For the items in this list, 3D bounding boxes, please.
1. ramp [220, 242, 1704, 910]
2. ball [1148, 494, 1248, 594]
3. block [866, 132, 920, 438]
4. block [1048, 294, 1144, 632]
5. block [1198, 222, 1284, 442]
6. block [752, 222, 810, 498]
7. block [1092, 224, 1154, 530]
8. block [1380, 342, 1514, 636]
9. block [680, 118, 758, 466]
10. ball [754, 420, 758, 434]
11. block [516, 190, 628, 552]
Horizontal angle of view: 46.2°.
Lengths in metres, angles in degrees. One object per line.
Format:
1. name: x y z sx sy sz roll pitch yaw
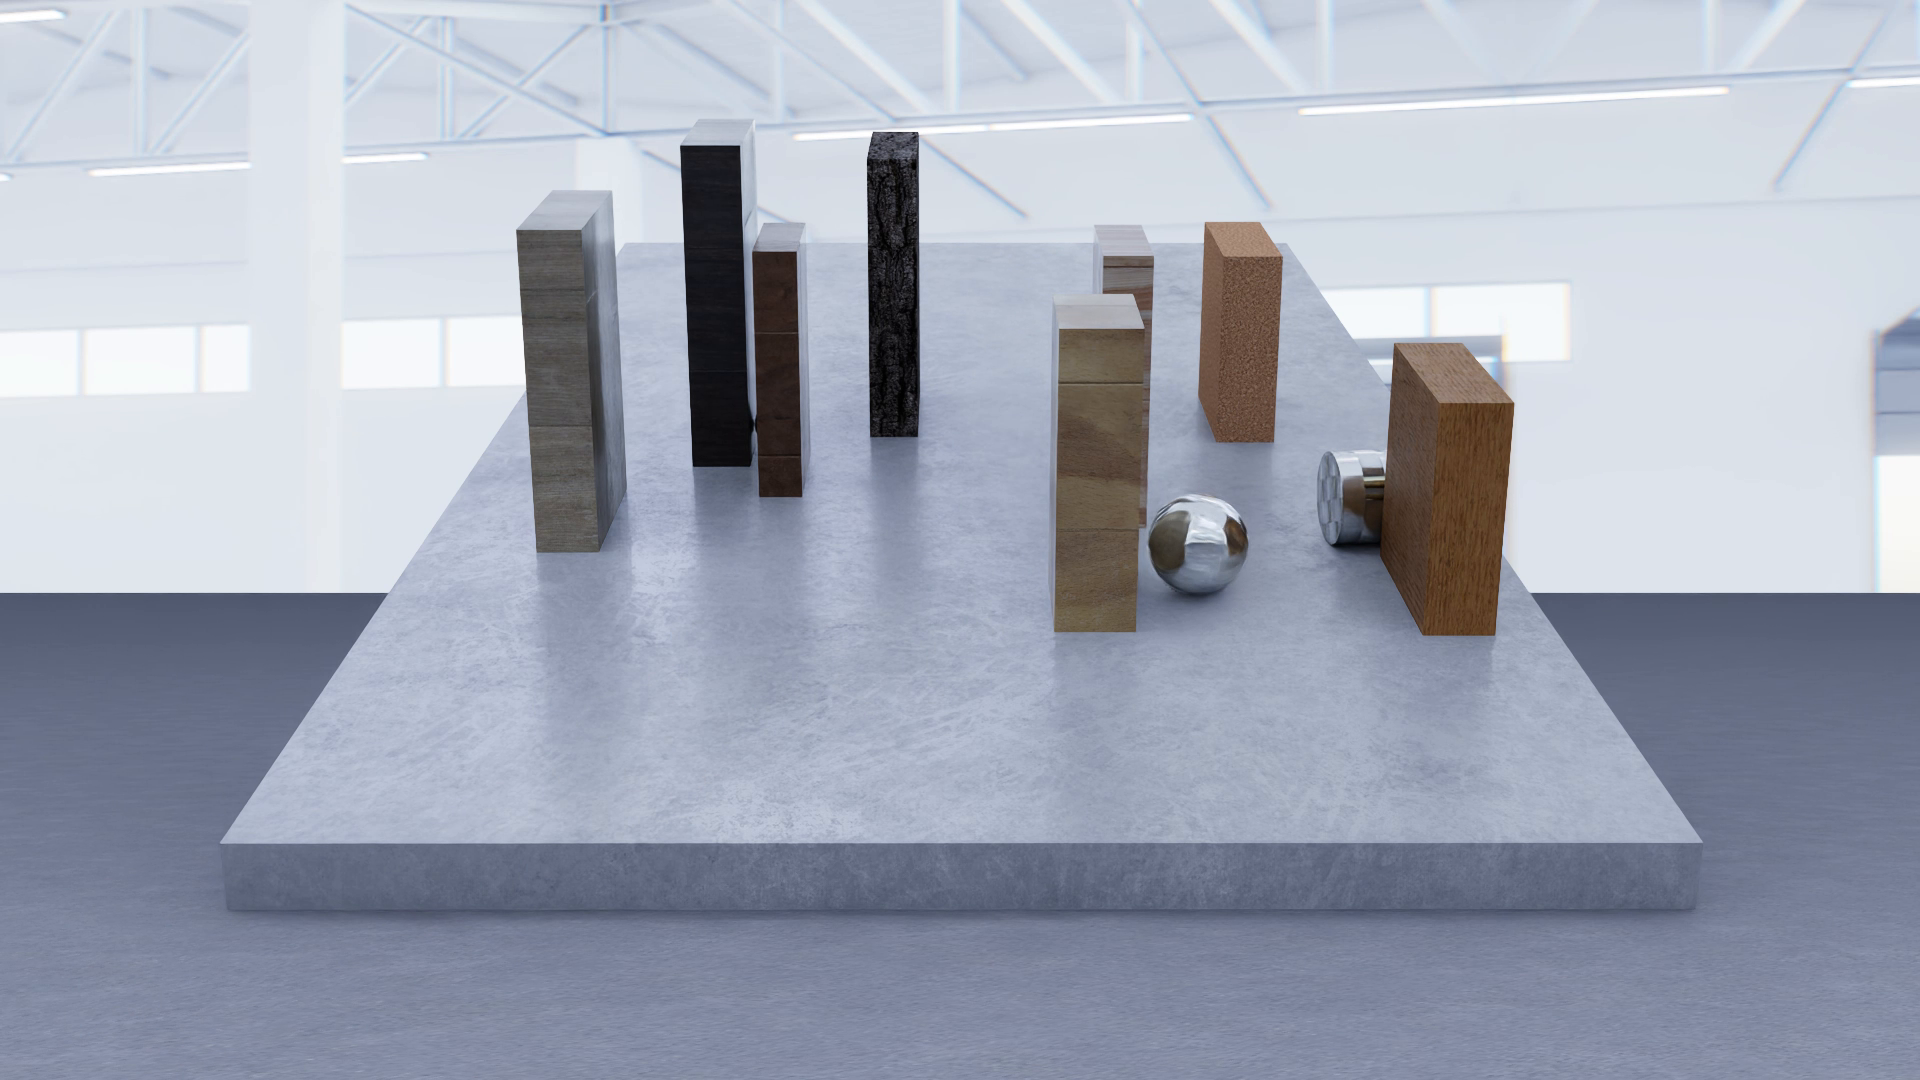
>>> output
1. ramp: -0.004 -0.198 4.943 2.000 0.100 4.000 0 19 0
2. ball: 0.415 0.007 3.931 0.176 0.176 0.176 0 -1 0
3. block: -0.143 -0.566 4.935 0.103 0.599 0.371 0 19 0
4. block: 0.226 -0.132 3.804 0.137 0.521 0.247 0 19 0
5. block: 0.610 -0.461 4.936 0.123 0.403 0.377 0 19 0
6. block: -0.355 -0.364 4.515 0.085 0.493 0.284 0 19 0
7. block: 0.307 -0.317 4.329 0.093 0.527 0.292 0 19 0
8. block: 0.832 -0.096 3.882 0.121 0.402 0.396 0 19 0
9. block: -0.493 -0.521 4.709 0.119 0.662 0.349 0 19 0
10. ball: -0.381 -0.245 4.762 0.106 0.106 0.106 0 -1 0
11. block: -0.723 -0.324 4.231 0.115 0.600 0.384 0 19 0
